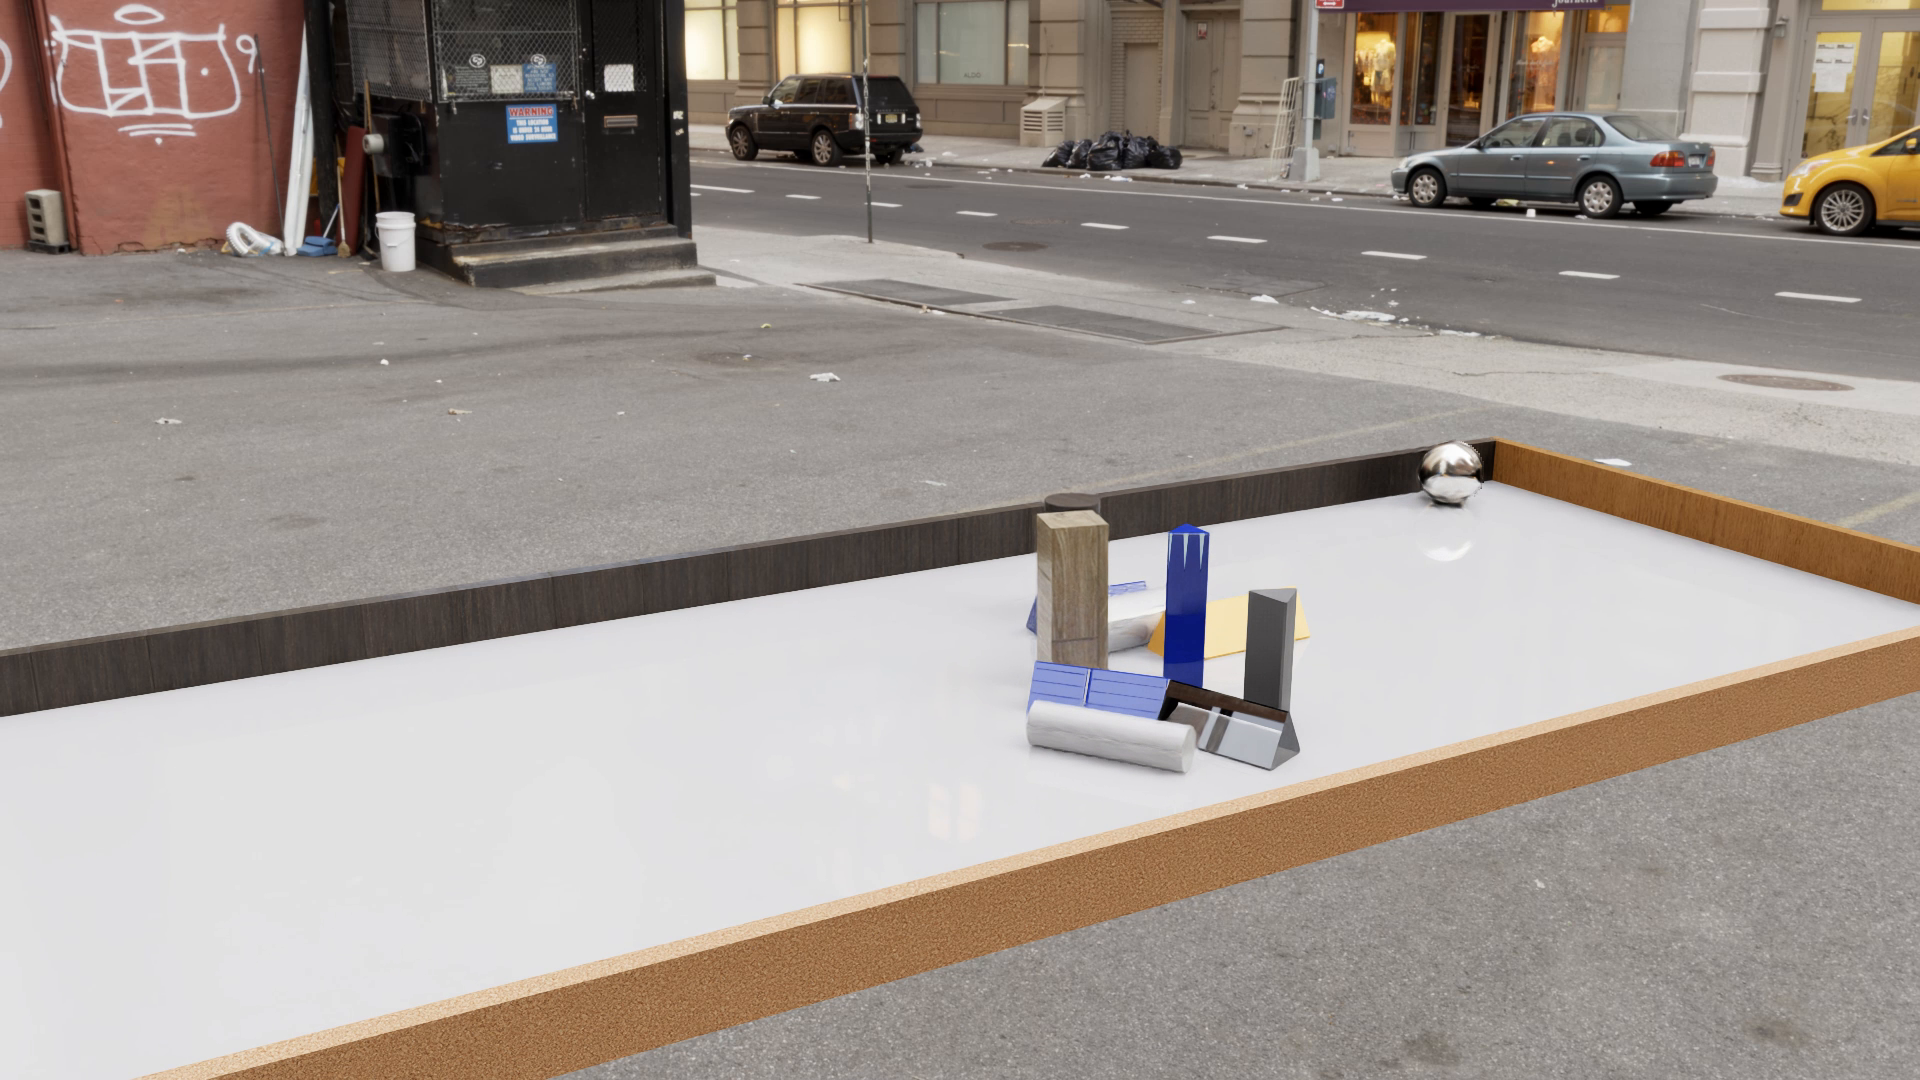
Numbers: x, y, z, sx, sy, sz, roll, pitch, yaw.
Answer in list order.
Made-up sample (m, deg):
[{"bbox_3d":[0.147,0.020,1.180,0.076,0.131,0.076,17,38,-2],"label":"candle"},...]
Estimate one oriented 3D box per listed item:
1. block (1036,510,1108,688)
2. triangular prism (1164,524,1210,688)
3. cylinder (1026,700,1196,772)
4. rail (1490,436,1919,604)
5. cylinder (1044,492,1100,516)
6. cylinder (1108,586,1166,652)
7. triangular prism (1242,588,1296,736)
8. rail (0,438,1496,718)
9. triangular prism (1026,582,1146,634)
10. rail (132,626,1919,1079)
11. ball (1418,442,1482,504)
[{"bbox_3d":[0.280,0.147,4.116,0.145,0.412,0.145,-4,16,-11],"label":"block"},{"bbox_3d":[0.557,0.163,4.089,0.098,0.401,0.085,1,16,3],"label":"triangular prism"},{"bbox_3d":[0.337,0.436,3.692,0.365,0.102,0.102,8,18,24],"label":"cylinder"},{"bbox_3d":[2.466,-0.048,5.253,0.050,0.150,2.100,-9,18,-27],"label":"rail"},{"bbox_3d":[0.313,0.044,4.629,0.156,0.325,0.156,0,16,0],"label":"cylinder"},{"bbox_3d":[0.445,0.213,4.382,0.367,0.141,0.141,-10,19,-30],"label":"cylinder"},{"bbox_3d":[0.739,0.277,3.832,0.098,0.328,0.113,-12,20,-36],"label":"triangular prism"},{"bbox_3d":[-3.305,0.497,3.399,12.000,0.150,0.050,-9,18,-27],"label":"rail"},{"bbox_3d":[0.359,0.184,4.531,0.334,0.107,0.123,-7,18,-22],"label":"triangular prism"},{"bbox_3d":[-2.336,1.006,1.665,12.000,0.150,0.050,-9,18,-27],"label":"rail"},{"bbox_3d":[1.718,-0.237,5.780,0.216,0.216,0.216,0,16,0],"label":"ball"}]
